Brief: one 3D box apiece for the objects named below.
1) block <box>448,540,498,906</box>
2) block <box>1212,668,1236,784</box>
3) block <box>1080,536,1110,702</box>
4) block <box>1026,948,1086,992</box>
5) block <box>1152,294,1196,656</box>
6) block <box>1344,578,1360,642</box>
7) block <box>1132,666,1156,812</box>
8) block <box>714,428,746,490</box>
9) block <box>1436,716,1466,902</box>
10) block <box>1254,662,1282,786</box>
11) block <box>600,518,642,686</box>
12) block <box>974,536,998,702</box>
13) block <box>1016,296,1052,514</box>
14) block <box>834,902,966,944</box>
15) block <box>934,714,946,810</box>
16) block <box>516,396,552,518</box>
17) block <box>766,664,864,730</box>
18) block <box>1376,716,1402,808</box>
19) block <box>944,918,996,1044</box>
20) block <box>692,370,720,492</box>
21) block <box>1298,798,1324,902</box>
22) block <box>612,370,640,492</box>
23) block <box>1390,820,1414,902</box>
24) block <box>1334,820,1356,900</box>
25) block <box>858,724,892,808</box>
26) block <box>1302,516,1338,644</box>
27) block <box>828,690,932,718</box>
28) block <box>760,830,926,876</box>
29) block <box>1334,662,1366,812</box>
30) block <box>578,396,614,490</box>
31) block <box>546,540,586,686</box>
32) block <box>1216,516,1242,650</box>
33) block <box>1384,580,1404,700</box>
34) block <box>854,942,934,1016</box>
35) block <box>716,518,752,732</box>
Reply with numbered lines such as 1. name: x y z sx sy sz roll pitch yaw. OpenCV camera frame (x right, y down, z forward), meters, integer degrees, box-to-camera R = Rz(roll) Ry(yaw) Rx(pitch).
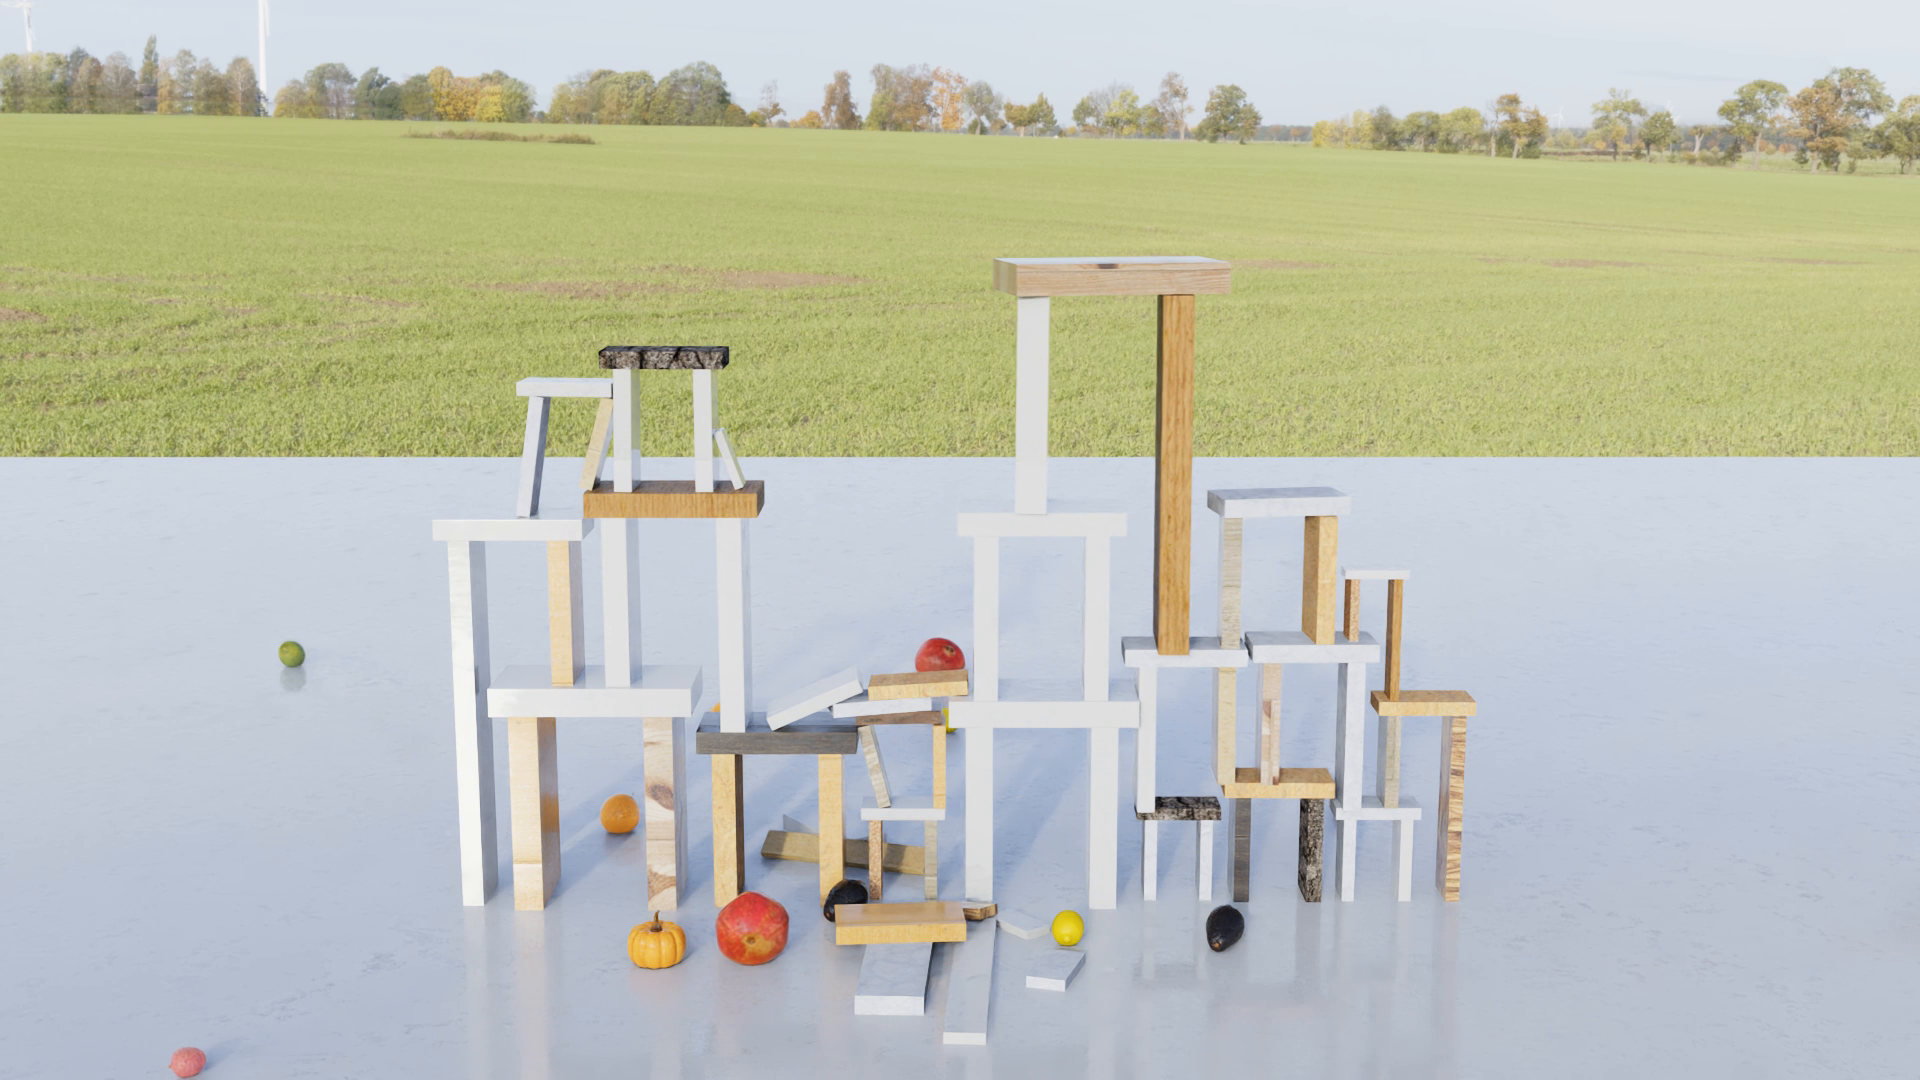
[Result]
1. block: -0.799 0.290 3.615 0.034 0.610 0.119 0 11 0
2. block: 0.433 0.293 3.611 0.028 0.197 0.099 -1 11 0
3. block: 0.220 0.115 3.578 0.038 0.269 0.135 0 11 0
4. block: 0.145 0.647 3.314 0.059 0.017 0.119 3 11 18
5. block: 0.343 -0.113 3.538 0.049 0.571 0.172 0 11 2
6. block: 0.638 0.109 3.580 0.015 0.103 0.051 0 11 -2
7. block: 0.303 0.316 3.615 0.028 0.244 0.099 0 11 0
8. block: -0.370 -0.131 3.533 0.014 0.096 0.048 -20 10 4
9. block: 0.812 0.434 3.641 0.022 0.317 0.079 0 11 0
10. block: 0.505 0.289 3.608 0.029 0.204 0.102 0 11 2
11. block: -0.550 0.088 3.580 0.039 0.275 0.138 0 11 0
12. block: 0.042 0.115 3.577 0.038 0.269 0.135 0 11 0
13. block: 0.118 -0.226 3.522 0.049 0.344 0.172 1 11 3
14. block: -0.094 0.594 3.415 0.199 0.028 0.099 -1 11 -5
15. block: -0.034 0.366 3.630 0.020 0.140 0.070 0 11 0
16. block: -0.685 -0.139 3.538 0.021 0.194 0.076 8 10 -2
17. block: -0.237 0.257 3.593 0.161 0.023 0.081 -23 14 3
18. block: 0.707 0.356 3.627 0.022 0.157 0.079 0 11 0
19. block: 0.017 0.653 3.286 0.059 0.017 0.458 0 11 3
20. block: -0.406 -0.181 3.528 0.028 0.195 0.098 0 11 0
21. block: 0.583 0.501 3.655 0.025 0.179 0.090 0 11 0
22. block: -0.534 -0.181 3.528 0.028 0.195 0.098 1 11 0
23. block: 0.734 0.522 3.655 0.020 0.140 0.070 0 11 0
24. block: 0.641 0.521 3.656 0.020 0.140 0.070 0 11 0
25. block: -0.141 0.365 3.633 0.020 0.140 0.070 -14 10 2
26. block: 0.584 0.057 3.574 0.029 0.208 0.104 -1 11 -4
27. block: -0.134 0.265 3.613 0.161 0.023 0.081 -4 11 -11
28. block: -0.199 0.542 3.818 0.303 0.014 0.048 4 48 19
29. block: 0.641 0.311 3.617 0.029 0.250 0.102 0 11 1
30. block: -0.578 -0.160 3.534 0.021 0.151 0.076 16 10 -2
31. block: -0.641 0.107 3.581 0.034 0.238 0.119 0 11 0
32. block: 0.438 0.060 3.577 0.029 0.216 0.104 0 11 2
33. block: 0.707 0.158 3.588 0.015 0.201 0.051 0 11 0
34. block: -0.094 0.637 3.340 0.099 0.028 0.361 0 11 3
35. block: -0.367 0.125 3.587 0.039 0.351 0.138 0 11 0
